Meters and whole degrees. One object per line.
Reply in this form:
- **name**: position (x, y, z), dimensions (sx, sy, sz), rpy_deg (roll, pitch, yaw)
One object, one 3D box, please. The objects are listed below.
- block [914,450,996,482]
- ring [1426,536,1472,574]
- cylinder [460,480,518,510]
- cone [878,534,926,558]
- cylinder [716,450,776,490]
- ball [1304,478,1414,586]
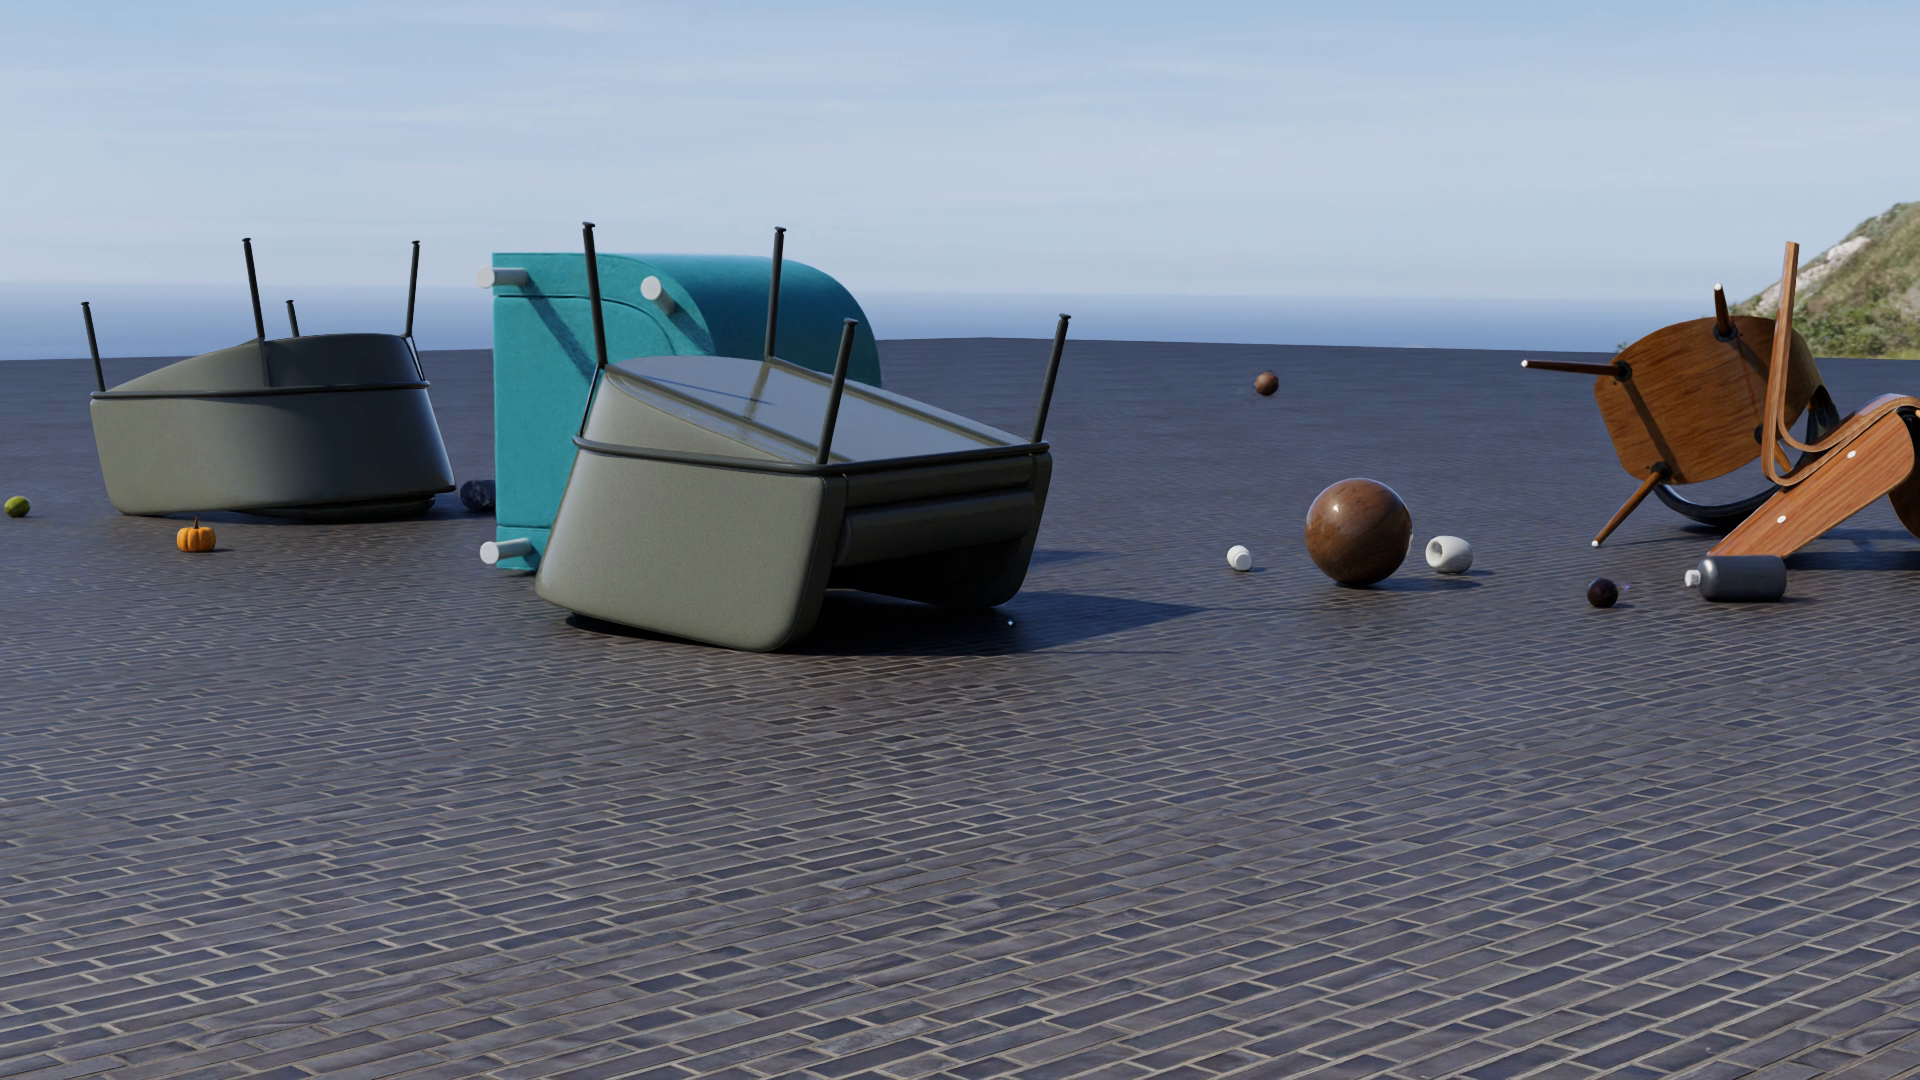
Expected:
- **block**: position (-0.016, -0.238, 8.316), dimensions (0.220, 0.084, 0.229), rpy_deg (-1, 6, -13)
- **ring**: position (1.087, 0.033, 5.696), dimensions (0.074, 0.083, 0.121), rpy_deg (8, 5, -17)
- **cylinder**: position (-1.332, -0.128, 7.259), dimensions (0.121, 0.080, 0.111), rpy_deg (9, 10, 43)
- **cone**: position (-0.143, 0.025, 6.036), dimensions (0.121, 0.062, 0.050), rpy_deg (1, 38, 18)
- **cylinder**: position (-0.658, -0.214, 7.892), dimensions (0.172, 0.113, 0.134), rpy_deg (-1, -35, -10)
- **ball**: position (0.848, -0.018, 5.461), dimensions (0.230, 0.230, 0.230), rpy_deg (0, 6, 0)
